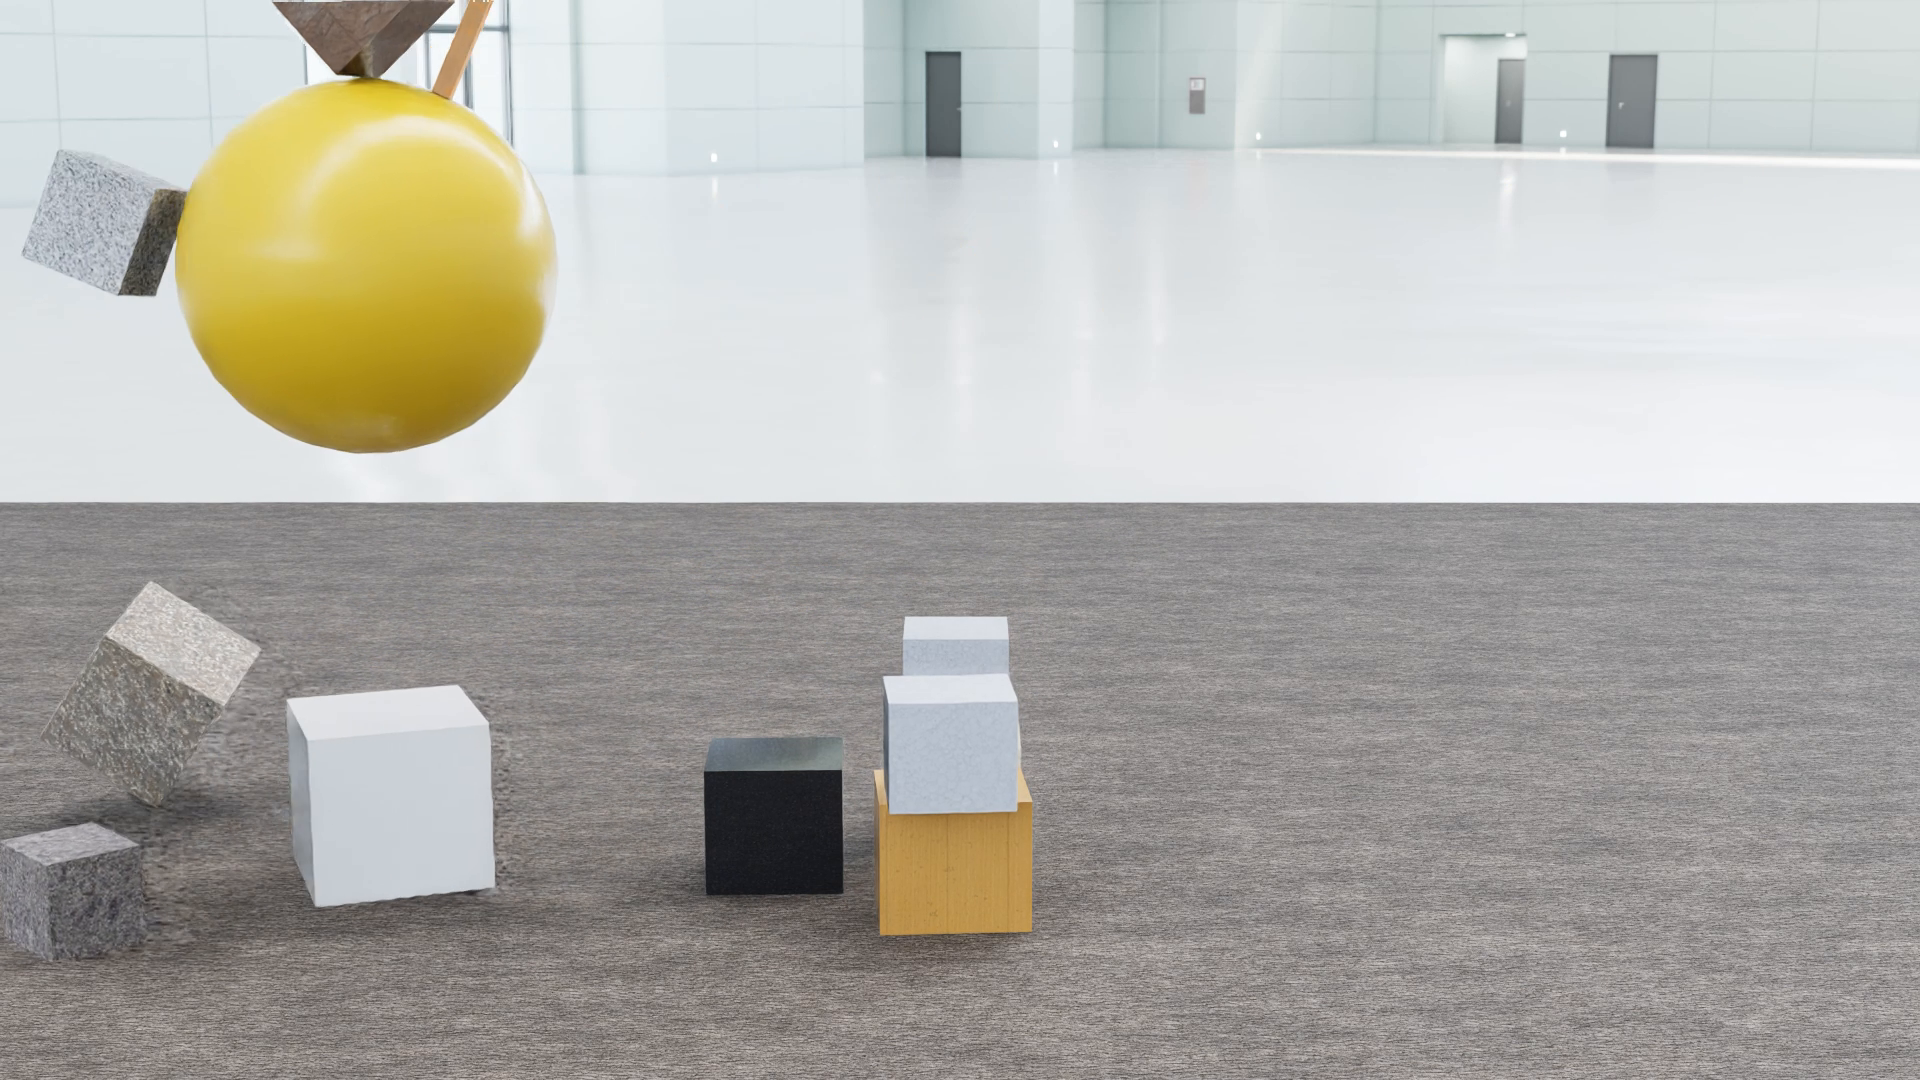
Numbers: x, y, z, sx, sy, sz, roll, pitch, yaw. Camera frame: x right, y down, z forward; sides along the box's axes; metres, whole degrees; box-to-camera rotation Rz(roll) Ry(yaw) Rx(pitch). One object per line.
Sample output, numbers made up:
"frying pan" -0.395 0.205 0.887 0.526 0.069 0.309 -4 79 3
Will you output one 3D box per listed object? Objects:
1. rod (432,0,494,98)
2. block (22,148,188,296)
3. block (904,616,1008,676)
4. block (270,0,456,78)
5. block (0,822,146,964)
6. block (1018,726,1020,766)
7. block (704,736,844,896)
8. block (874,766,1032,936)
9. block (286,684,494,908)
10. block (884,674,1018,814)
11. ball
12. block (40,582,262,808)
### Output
"rod" -1.094 -4.201 10.416 0.080 5.200 0.080 25 9 -4
"block" -3.649 -1.353 10.983 0.449 0.487 0.396 22 7 3
"block" -0.019 0.647 11.925 0.480 0.490 0.488 0 10 0
"block" -2.527 -2.294 10.779 0.482 0.489 0.472 -41 0 12
"block" -3.636 1.439 10.512 0.400 0.408 0.450 -10 14 -42
"block" 0.012 1.137 11.955 0.529 0.485 0.515 0 10 0
"block" -0.813 1.213 11.341 0.593 0.555 0.559 0 10 -2
"block" -0.036 1.305 10.826 0.630 0.558 0.538 -1 10 -4
"block" -2.530 1.117 11.369 0.768 0.735 0.776 -4 11 -21
"block" -0.044 0.835 10.551 0.520 0.462 0.438 -1 12 -4
"ball" -2.525 -1.167 10.968 1.600 1.600 1.600 0 10 0
"block" -3.875 0.734 12.325 0.624 0.649 0.679 33 18 -11
